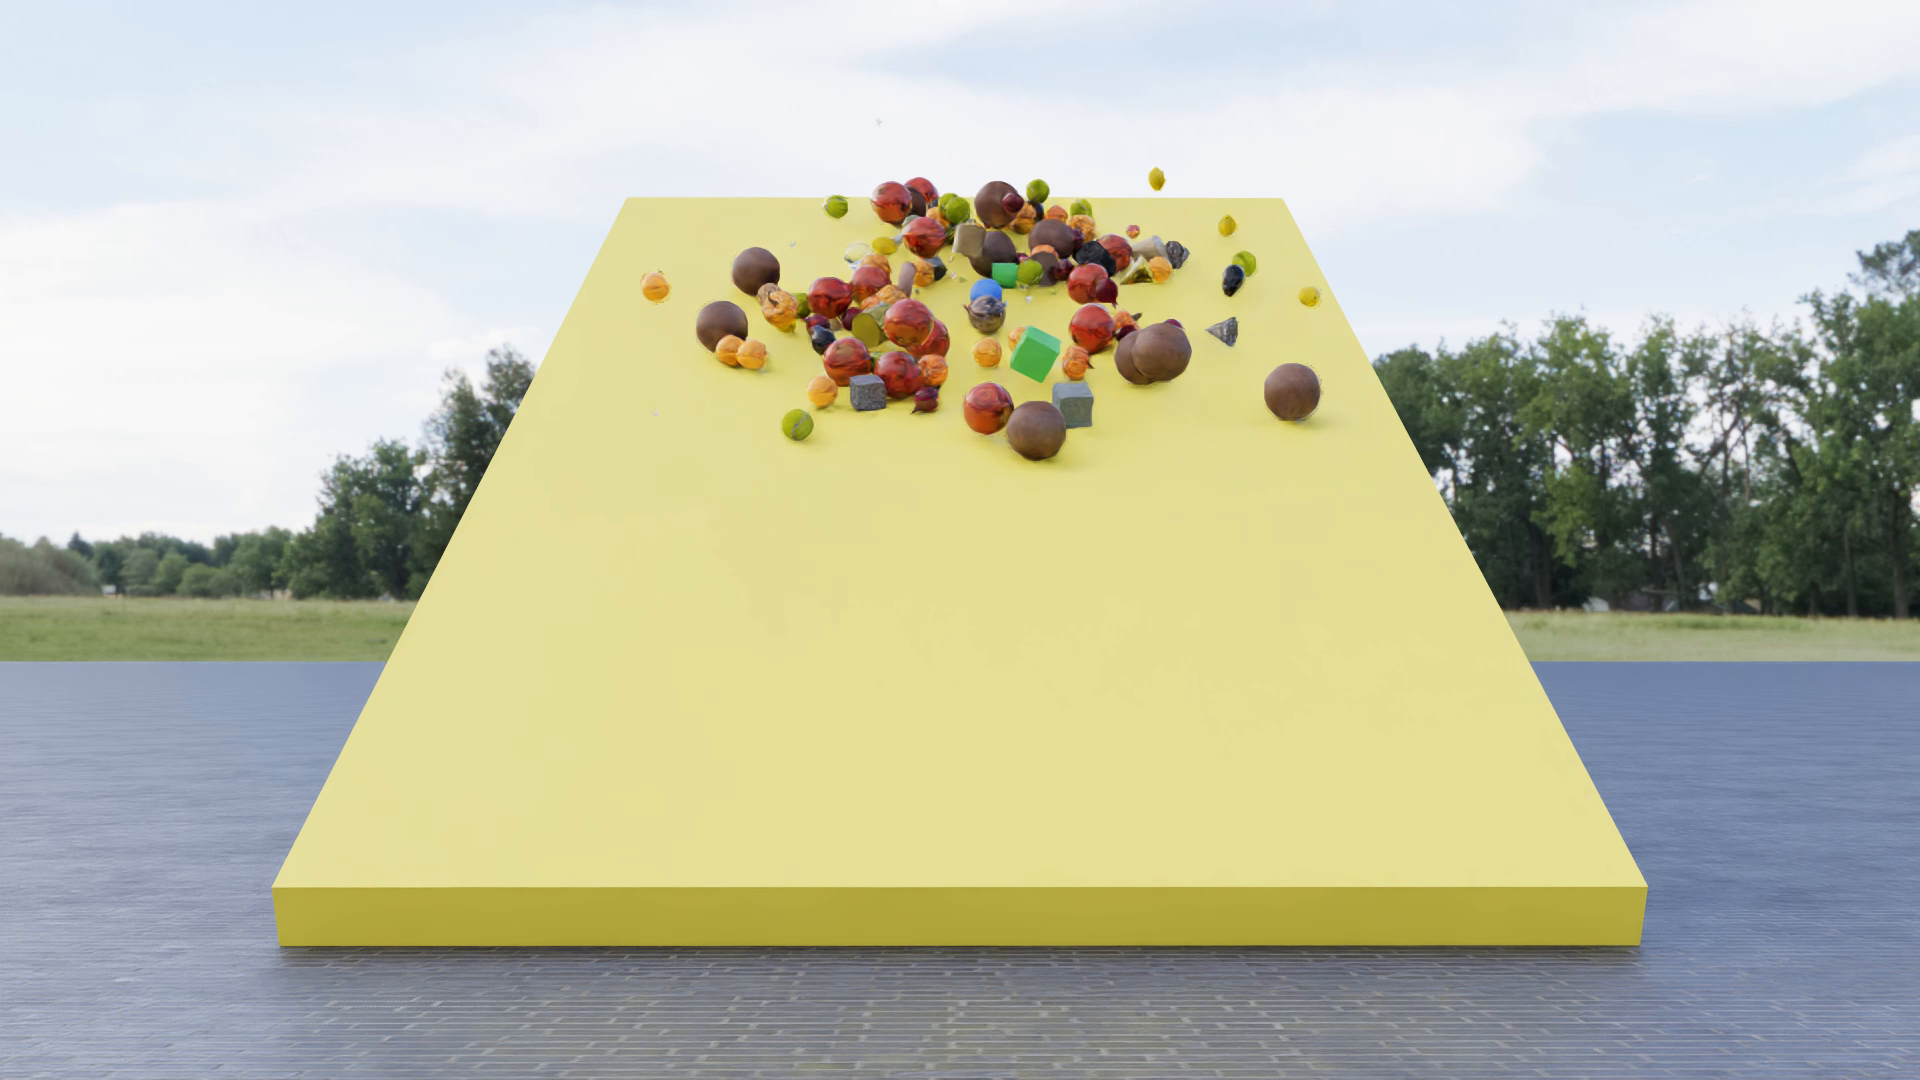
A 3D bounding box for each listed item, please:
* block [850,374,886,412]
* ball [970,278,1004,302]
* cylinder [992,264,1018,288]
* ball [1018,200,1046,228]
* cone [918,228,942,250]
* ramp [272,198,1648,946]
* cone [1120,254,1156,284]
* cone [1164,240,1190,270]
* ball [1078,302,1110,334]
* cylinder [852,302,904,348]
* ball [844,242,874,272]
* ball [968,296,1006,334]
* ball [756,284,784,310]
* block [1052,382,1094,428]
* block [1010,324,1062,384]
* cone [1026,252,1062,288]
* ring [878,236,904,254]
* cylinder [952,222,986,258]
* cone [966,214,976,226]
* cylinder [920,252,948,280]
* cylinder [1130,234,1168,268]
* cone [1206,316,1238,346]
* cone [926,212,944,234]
[{"bbox_3d":[-0.211,-0.336,5.270,0.064,0.064,0.064,-8,24,-18],"label":"block"},{"bbox_3d":[0.068,-0.632,5.947,0.085,0.085,0.085,0,-3,0],"label":"ball"},{"bbox_3d":[0.119,-0.703,6.140,0.065,0.065,0.065,2,-3,-1],"label":"cylinder"},{"bbox_3d":[0.208,-0.951,6.714,0.080,0.080,0.080,0,-3,0],"label":"ball"},{"bbox_3d":[-0.076,-0.839,6.481,0.061,0.061,0.061,15,1,15],"label":"cone"},{"bbox_3d":[-0.007,-0.225,5.217,2.000,0.100,4.000,0,23,0],"label":"ramp"},{"bbox_3d":[0.430,-0.651,5.708,0.080,0.080,0.080,-26,-9,13],"label":"cone"},{"bbox_3d":[0.610,-0.785,6.336,0.079,0.079,0.079,-3,8,45],"label":"cone"},{"bbox_3d":[0.334,-0.554,5.768,0.082,0.082,0.082,0,-3,0],"label":"ball"},{"bbox_3d":[-0.201,-0.526,5.644,0.091,0.091,0.091,-3,19,42],"label":"cylinder"},{"bbox_3d":[-0.275,-0.771,6.281,0.082,0.082,0.082,0,-3,0],"label":"ball"},{"bbox_3d":[0.068,-0.565,5.778,0.094,0.094,0.094,0,-3,0],"label":"ball"},{"bbox_3d":[-0.489,-0.628,5.954,0.069,0.069,0.069,0,-3,0],"label":"ball"},{"bbox_3d":[0.252,-0.302,5.164,0.076,0.076,0.076,-3,30,-9],"label":"block"},{"bbox_3d":[0.176,-0.435,5.396,0.087,0.087,0.087,26,25,-7],"label":"block"},{"bbox_3d":[0.216,-0.718,6.207,0.098,0.098,0.098,0,-4,-8],"label":"cone"},{"bbox_3d":[-0.193,-0.828,6.458,0.081,0.027,0.081,-25,13,6],"label":"ring"},{"bbox_3d":[0.025,-0.796,6.115,0.080,0.080,0.080,10,8,-1],"label":"cylinder"},{"bbox_3d":[0.032,-0.902,6.588,0.065,0.065,0.065,12,-3,1],"label":"cone"},{"bbox_3d":[-0.070,-0.734,6.207,0.053,0.053,0.053,-20,-37,-16],"label":"cylinder"},{"bbox_3d":[0.514,-0.782,6.286,0.074,0.074,0.074,-24,-13,24],"label":"cylinder"},{"bbox_3d":[0.630,-0.511,5.636,0.075,0.075,0.075,6,0,27],"label":"cone"},{"bbox_3d":[-0.076,-0.920,6.664,0.060,0.060,0.060,0,23,0],"label":"cone"}]
